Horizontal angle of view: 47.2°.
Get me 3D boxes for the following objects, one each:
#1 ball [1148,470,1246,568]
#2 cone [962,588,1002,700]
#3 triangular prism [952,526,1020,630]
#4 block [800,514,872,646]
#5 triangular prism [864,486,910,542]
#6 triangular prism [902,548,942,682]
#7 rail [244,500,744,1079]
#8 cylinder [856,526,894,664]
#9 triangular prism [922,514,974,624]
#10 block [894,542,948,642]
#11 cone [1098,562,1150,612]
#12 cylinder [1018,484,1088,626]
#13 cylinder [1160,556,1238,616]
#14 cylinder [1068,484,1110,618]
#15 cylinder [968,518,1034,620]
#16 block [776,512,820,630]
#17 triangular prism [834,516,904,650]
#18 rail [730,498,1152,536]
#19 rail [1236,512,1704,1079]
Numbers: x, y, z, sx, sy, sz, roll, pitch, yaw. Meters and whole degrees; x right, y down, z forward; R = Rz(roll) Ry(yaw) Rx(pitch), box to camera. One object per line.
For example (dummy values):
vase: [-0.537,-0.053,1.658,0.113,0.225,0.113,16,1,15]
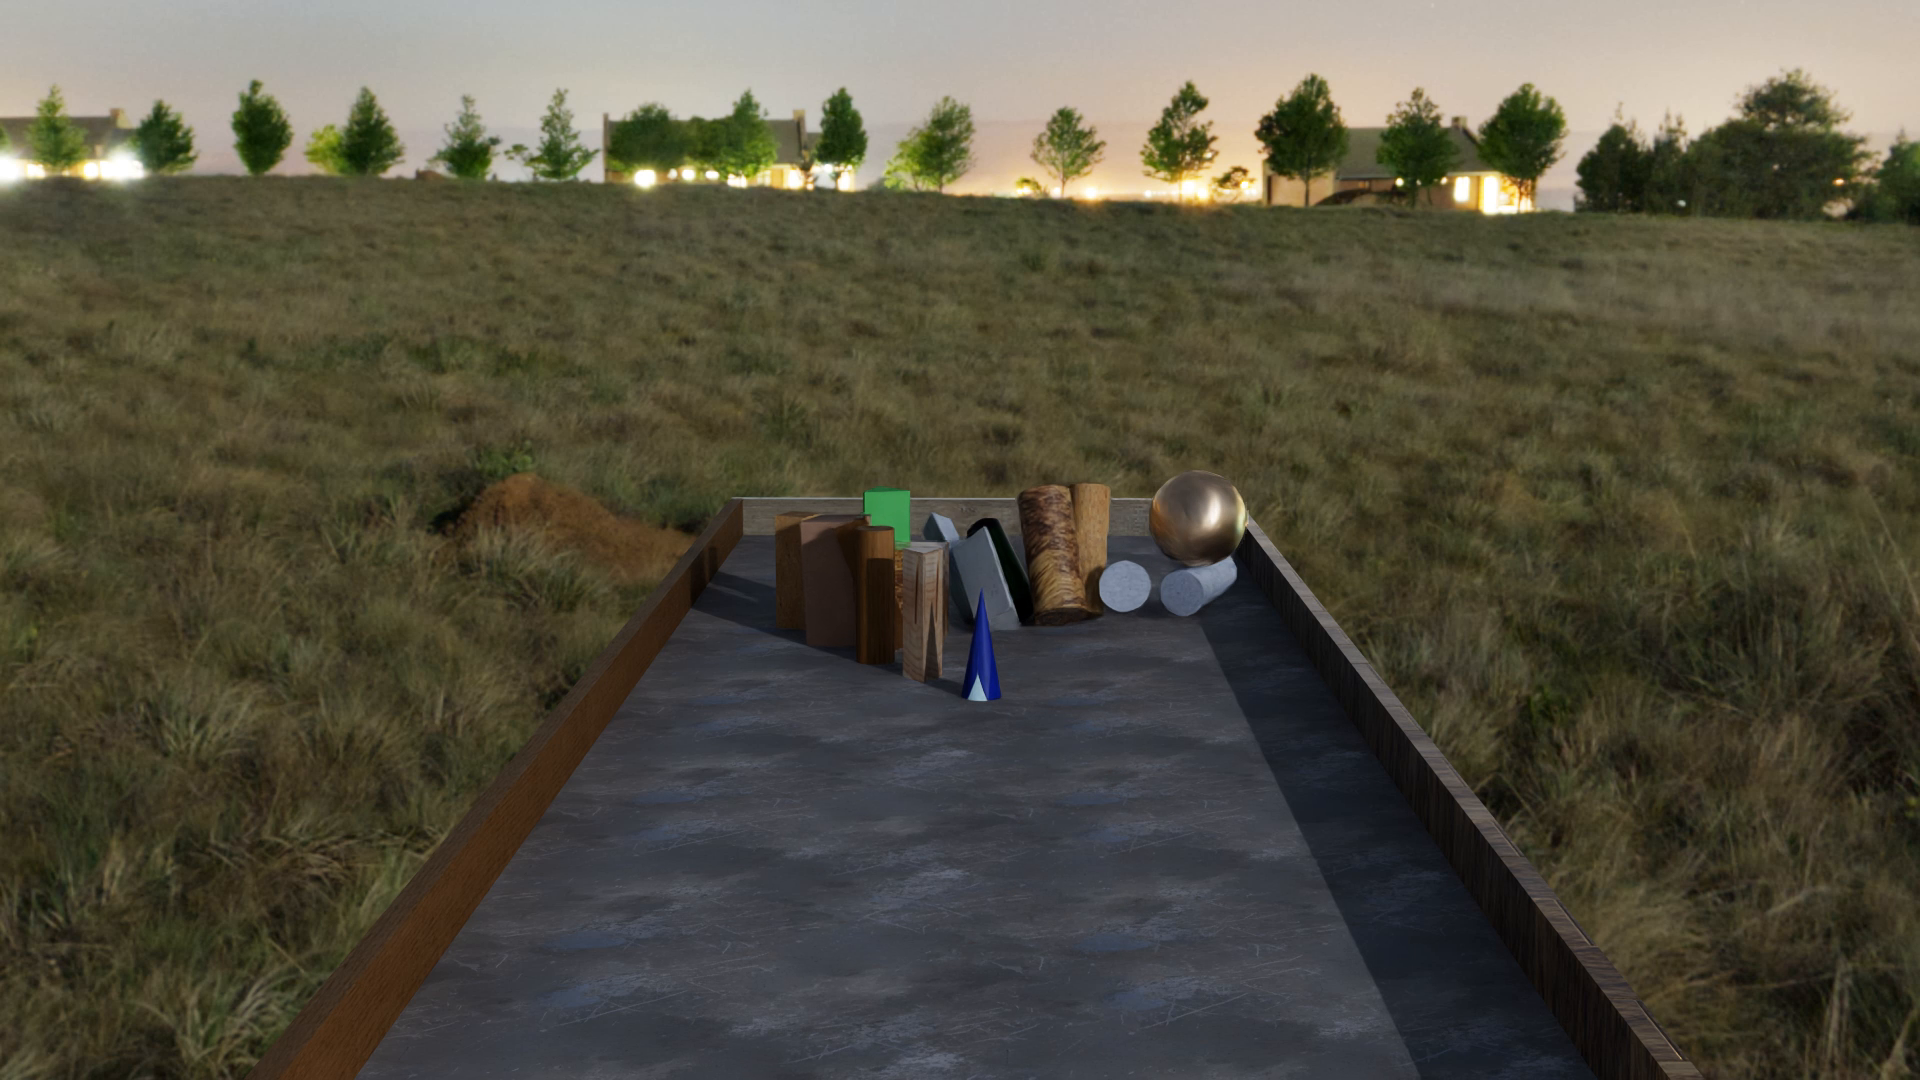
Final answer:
ball: [0.789,-0.071,7.307,0.323,0.323,0.323,0,9,0]
cone: [0.061,0.284,6.196,0.115,0.319,0.115,0,9,0]
triangular prism: [0.114,0.143,7.202,0.153,0.324,0.132,-37,-37,27]
block: [-0.382,0.125,6.947,0.170,0.391,0.170,1,9,20]
triangular prism: [-0.251,0.055,7.220,0.153,0.451,0.132,-2,9,-12]
triangular prism: [-0.094,0.215,6.431,0.099,0.383,0.114,-6,11,-34]
rail: [-1.004,0.839,3.234,0.050,0.150,12.000,0,9,1]
cylinder: [-0.257,0.166,6.658,0.117,0.408,0.117,0,9,0]
triangular prism: [-0.014,0.083,7.314,0.104,0.390,0.090,-23,-30,-4]
block: [-0.135,0.169,6.975,0.172,0.304,0.172,1,9,8]
cone: [0.570,0.196,7.320,0.171,0.171,0.352,2,-15,12]
cylinder: [0.303,0.051,7.216,0.178,0.431,0.178,-6,-21,-3]
cylinder: [0.809,0.143,7.440,0.154,0.154,0.361,4,12,24]
cylinder: [0.416,0.035,7.341,0.147,0.428,0.147,4,-11,1]
cylinder: [0.144,0.096,7.366,0.123,0.123,0.358,-5,50,-27]
block: [-0.525,0.099,7.198,0.113,0.371,0.113,4,10,26]
triangular prism: [-0.257,0.136,6.793,0.107,0.418,0.092,-20,3,10]
rail: [0.099,-0.098,9.147,2.100,0.150,0.050,0,9,1]
rail: [1.046,0.843,3.208,0.050,0.150,12.000,0,9,1]
